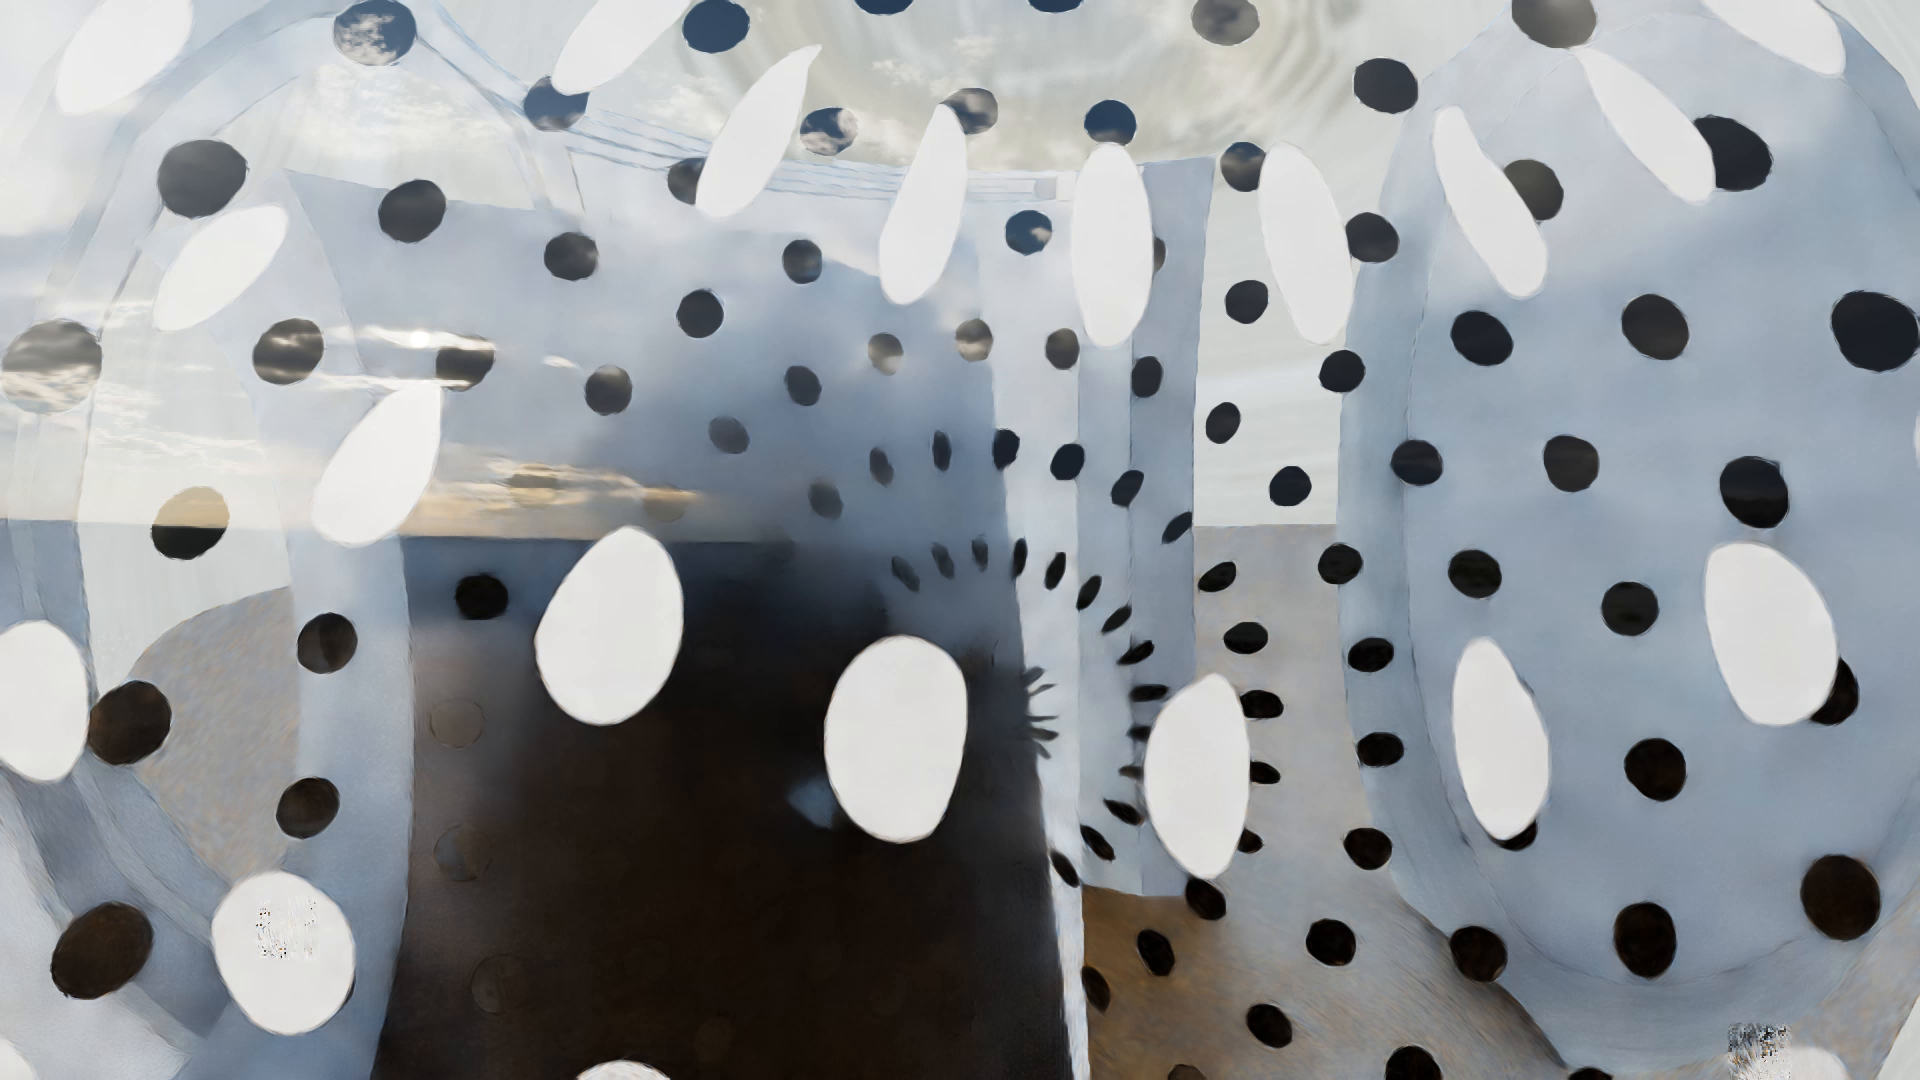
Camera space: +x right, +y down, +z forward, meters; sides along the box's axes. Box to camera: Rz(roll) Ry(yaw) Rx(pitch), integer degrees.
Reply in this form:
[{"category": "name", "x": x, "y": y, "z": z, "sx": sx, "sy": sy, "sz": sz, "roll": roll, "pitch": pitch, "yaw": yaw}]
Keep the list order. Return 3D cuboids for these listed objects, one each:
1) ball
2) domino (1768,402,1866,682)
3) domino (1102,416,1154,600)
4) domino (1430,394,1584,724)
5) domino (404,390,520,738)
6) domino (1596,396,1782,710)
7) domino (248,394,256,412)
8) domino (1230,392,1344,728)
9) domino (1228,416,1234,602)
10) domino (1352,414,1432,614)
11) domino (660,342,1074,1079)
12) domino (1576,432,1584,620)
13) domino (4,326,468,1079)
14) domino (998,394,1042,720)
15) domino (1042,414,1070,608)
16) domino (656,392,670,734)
[{"category": "ball", "x": 0.002, "y": -0.001, "z": 0.052, "sx": 0.080, "sy": 0.080, "sz": 0.080, "roll": 0, "pitch": 4, "yaw": 0}, {"category": "domino", "x": 0.151, "y": 0.000, "z": 0.238, "sx": 0.025, "sy": 0.050, "sz": 0.010, "roll": 2, "pitch": 5, "yaw": 29}, {"category": "domino", "x": 0.047, "y": -0.009, "z": 0.359, "sx": 0.010, "sy": 0.050, "sz": 0.025, "roll": 0, "pitch": 4, "yaw": -4}, {"category": "domino", "x": 0.087, "y": 0.002, "z": 0.207, "sx": 0.009, "sy": 0.050, "sz": 0.025, "roll": -1, "pitch": 4, "yaw": -10}, {"category": "domino", "x": -0.076, "y": 0.003, "z": 0.196, "sx": 0.009, "sy": 0.050, "sz": 0.025, "roll": -1, "pitch": 4, "yaw": -7}, {"category": "domino", "x": 0.122, "y": 0.001, "z": 0.217, "sx": 0.010, "sy": 0.050, "sz": 0.025, "roll": -2, "pitch": 5, "yaw": -22}, {"category": "domino", "x": -0.111, "y": 0.003, "z": 0.189, "sx": 0.009, "sy": 0.050, "sz": 0.025, "roll": -1, "pitch": 4, "yaw": -16}, {"category": "domino", "x": 0.051, "y": 0.002, "z": 0.203, "sx": 0.010, "sy": 0.050, "sz": 0.025, "roll": 0, "pitch": 4, "yaw": -3}, {"category": "domino", "x": 0.082, "y": -0.009, "z": 0.351, "sx": 0.009, "sy": 0.050, "sz": 0.025, "roll": 2, "pitch": 5, "yaw": 27}, {"category": "domino", "x": 0.112, "y": -0.007, "z": 0.331, "sx": 0.010, "sy": 0.050, "sz": 0.025, "roll": 4, "pitch": 6, "yaw": 40}, {"category": "domino", "x": -0.008, "y": 0.011, "z": 0.093, "sx": 0.025, "sy": 0.050, "sz": 0.010, "roll": -1, "pitch": -18, "yaw": -15}, {"category": "domino", "x": 0.136, "y": -0.005, "z": 0.305, "sx": 0.025, "sy": 0.050, "sz": 0.009, "roll": -3, "pitch": 5, "yaw": -37}, {"category": "domino", "x": -0.051, "y": 0.011, "z": 0.086, "sx": 0.010, "sy": 0.025, "sz": 0.050, "roll": 3, "pitch": 37, "yaw": -49}, {"category": "domino", "x": 0.000, "y": 0.002, "z": 0.201, "sx": 0.025, "sy": 0.050, "sz": 0.009, "roll": 0, "pitch": 4, "yaw": 0}, {"category": "domino", "x": 0.016, "y": -0.008, "z": 0.343, "sx": 0.025, "sy": 0.050, "sz": 0.009, "roll": 3, "pitch": 5, "yaw": 34}, {"category": "domino", "x": -0.039, "y": 0.003, "z": 0.199, "sx": 0.009, "sy": 0.050, "sz": 0.025, "roll": 0, "pitch": 4, "yaw": -2}]
